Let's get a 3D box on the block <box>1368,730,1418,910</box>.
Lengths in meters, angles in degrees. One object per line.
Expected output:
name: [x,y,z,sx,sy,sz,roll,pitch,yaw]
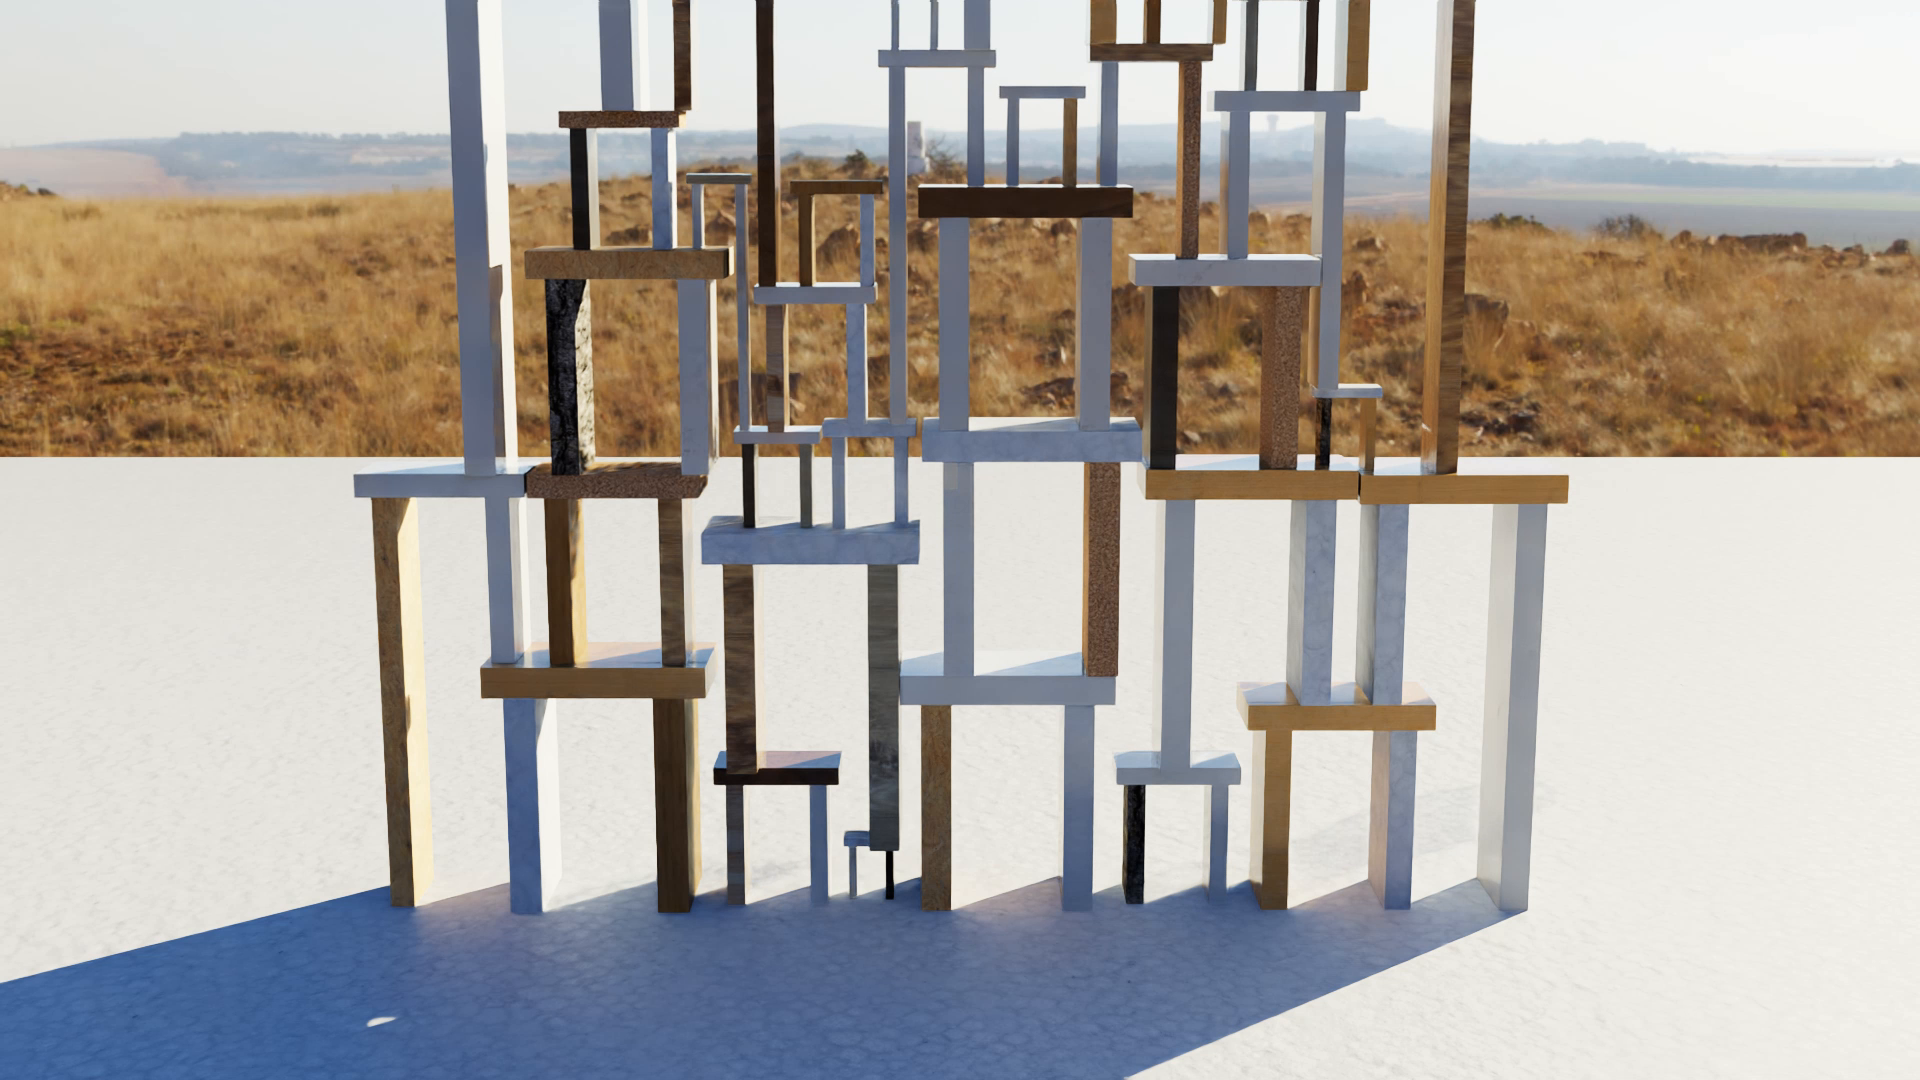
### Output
block: [0.715,0.442,3.640,0.043,0.302,0.151,0,11,0]

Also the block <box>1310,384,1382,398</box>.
block: [0.616,-0.238,3.513,0.108,0.015,0.054,0,11,0]

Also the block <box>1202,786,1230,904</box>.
block: [0.424,0.490,3.651,0.029,0.203,0.102,0,10,0]

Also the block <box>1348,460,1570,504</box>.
block: [0.794,-0.095,3.543,0.328,0.046,0.164,0,11,0]

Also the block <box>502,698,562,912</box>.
block: [-0.706,0.414,3.635,0.051,0.359,0.180,0,11,0]

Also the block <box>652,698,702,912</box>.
block: [-0.466,0.414,3.635,0.051,0.359,0.180,0,11,0]

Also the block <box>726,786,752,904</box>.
block: [-0.367,0.490,3.647,0.029,0.204,0.102,0,11,0]

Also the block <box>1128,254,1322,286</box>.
block: [0.416,-0.427,3.479,0.287,0.041,0.144,0,11,0]

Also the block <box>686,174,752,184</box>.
block: [-0.377,-0.566,3.450,0.101,0.014,0.050,0,12,-4]

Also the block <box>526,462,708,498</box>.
block: [-0.549,-0.097,3.537,0.270,0.038,0.135,0,11,0]

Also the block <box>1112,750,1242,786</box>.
block: [0.356,0.376,3.630,0.203,0.029,0.102,0,11,0]

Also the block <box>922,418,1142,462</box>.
block: [0.113,-0.162,3.529,0.346,0.049,0.173,0,11,0]

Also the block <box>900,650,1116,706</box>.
block: [0.077,0.225,3.606,0.346,0.049,0.173,0,11,0]

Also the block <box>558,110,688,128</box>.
block: [-0.526,-0.657,3.436,0.186,0.026,0.093,0,10,0]

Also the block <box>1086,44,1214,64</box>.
block: [0.294,-0.757,3.420,0.190,0.027,0.095,0,10,0]

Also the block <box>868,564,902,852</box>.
block: [-0.122,0.256,3.604,0.049,0.473,0.172,0,11,0]

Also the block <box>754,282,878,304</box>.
block: [-0.228,-0.391,3.484,0.190,0.027,0.095,0,11,0]

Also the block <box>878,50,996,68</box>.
block: [-0.035,-0.748,3.419,0.182,0.026,0.091,0,10,0]

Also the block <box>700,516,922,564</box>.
block: [-0.237,-0.001,3.557,0.344,0.049,0.172,0,11,0]

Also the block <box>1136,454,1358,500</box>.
block: [0.459,-0.102,3.540,0.335,0.047,0.167,0,11,0]

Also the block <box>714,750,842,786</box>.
block: [-0.299,0.376,3.626,0.204,0.029,0.102,0,11,0]

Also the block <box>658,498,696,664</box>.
block: [-0.459,0.055,3.566,0.038,0.270,0.135,0,11,0]

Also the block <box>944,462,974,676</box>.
block: [-0.002,0.032,3.565,0.049,0.346,0.173,0,11,0]

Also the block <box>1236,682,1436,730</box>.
block: [0.614,0.272,3.608,0.302,0.043,0.151,0,11,0]

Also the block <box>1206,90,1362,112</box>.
block: [0.504,-0.685,3.436,0.225,0.032,0.112,0,11,0]

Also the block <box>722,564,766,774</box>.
block: [-0.351,0.192,3.593,0.049,0.344,0.172,0,11,0]

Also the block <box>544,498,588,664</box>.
block: [-0.639,0.055,3.566,0.038,0.270,0.135,0,11,0]

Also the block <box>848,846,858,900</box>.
block: [-0.177,0.546,3.657,0.013,0.091,0.045,0,11,0]

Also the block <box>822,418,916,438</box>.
block: [-0.144,-0.180,3.520,0.148,0.021,0.074,0,11,0]

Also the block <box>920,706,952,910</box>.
block: [-0.038,0.419,3.642,0.049,0.346,0.173,0,11,0]

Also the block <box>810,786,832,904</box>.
block: [-0.231,0.490,3.647,0.029,0.204,0.102,0,11,0]

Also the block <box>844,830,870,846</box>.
block: [-0.147,0.495,3.648,0.091,0.013,0.045,0,11,0]

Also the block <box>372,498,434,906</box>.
block: [-0.913,0.255,3.611,0.038,0.680,0.135,0,11,0]

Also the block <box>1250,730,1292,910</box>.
block: [0.513,0.442,3.640,0.043,0.302,0.151,0,11,0]

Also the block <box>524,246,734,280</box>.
block: [-0.519,-0.439,3.475,0.307,0.043,0.153,0,11,0]

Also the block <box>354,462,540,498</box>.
block: [-0.824,-0.098,3.545,0.270,0.038,0.135,0,11,0]

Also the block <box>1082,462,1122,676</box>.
block: [0.228,0.032,3.565,0.049,0.346,0.173,0,11,0]

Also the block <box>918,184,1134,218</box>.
block: [0.101,-0.533,3.459,0.330,0.047,0.165,0,11,0]

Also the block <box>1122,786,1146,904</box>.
block: [0.288,0.490,3.651,0.029,0.203,0.102,0,11,0]

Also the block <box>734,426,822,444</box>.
block: [-0.292,-0.169,3.526,0.137,0.019,0.068,0,11,0]

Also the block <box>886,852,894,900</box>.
block: [-0.116,0.546,3.657,0.013,0.091,0.045,0,11,0]

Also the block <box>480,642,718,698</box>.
block: [-0.586,0.212,3.598,0.359,0.051,0.180,0,11,0]

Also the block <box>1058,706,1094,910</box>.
block: [0.192,0.419,3.642,0.049,0.346,0.173,0,11,0]

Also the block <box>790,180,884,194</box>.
block: [-0.193,-0.554,3.451,0.142,0.020,0.071,0,11,0]

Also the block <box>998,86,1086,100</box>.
block: [0.127,-0.697,3.427,0.134,0.019,0.067,0,10,0]

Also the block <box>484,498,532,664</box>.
block: [-0.734,0.054,3.572,0.038,0.270,0.135,0,11,0]
